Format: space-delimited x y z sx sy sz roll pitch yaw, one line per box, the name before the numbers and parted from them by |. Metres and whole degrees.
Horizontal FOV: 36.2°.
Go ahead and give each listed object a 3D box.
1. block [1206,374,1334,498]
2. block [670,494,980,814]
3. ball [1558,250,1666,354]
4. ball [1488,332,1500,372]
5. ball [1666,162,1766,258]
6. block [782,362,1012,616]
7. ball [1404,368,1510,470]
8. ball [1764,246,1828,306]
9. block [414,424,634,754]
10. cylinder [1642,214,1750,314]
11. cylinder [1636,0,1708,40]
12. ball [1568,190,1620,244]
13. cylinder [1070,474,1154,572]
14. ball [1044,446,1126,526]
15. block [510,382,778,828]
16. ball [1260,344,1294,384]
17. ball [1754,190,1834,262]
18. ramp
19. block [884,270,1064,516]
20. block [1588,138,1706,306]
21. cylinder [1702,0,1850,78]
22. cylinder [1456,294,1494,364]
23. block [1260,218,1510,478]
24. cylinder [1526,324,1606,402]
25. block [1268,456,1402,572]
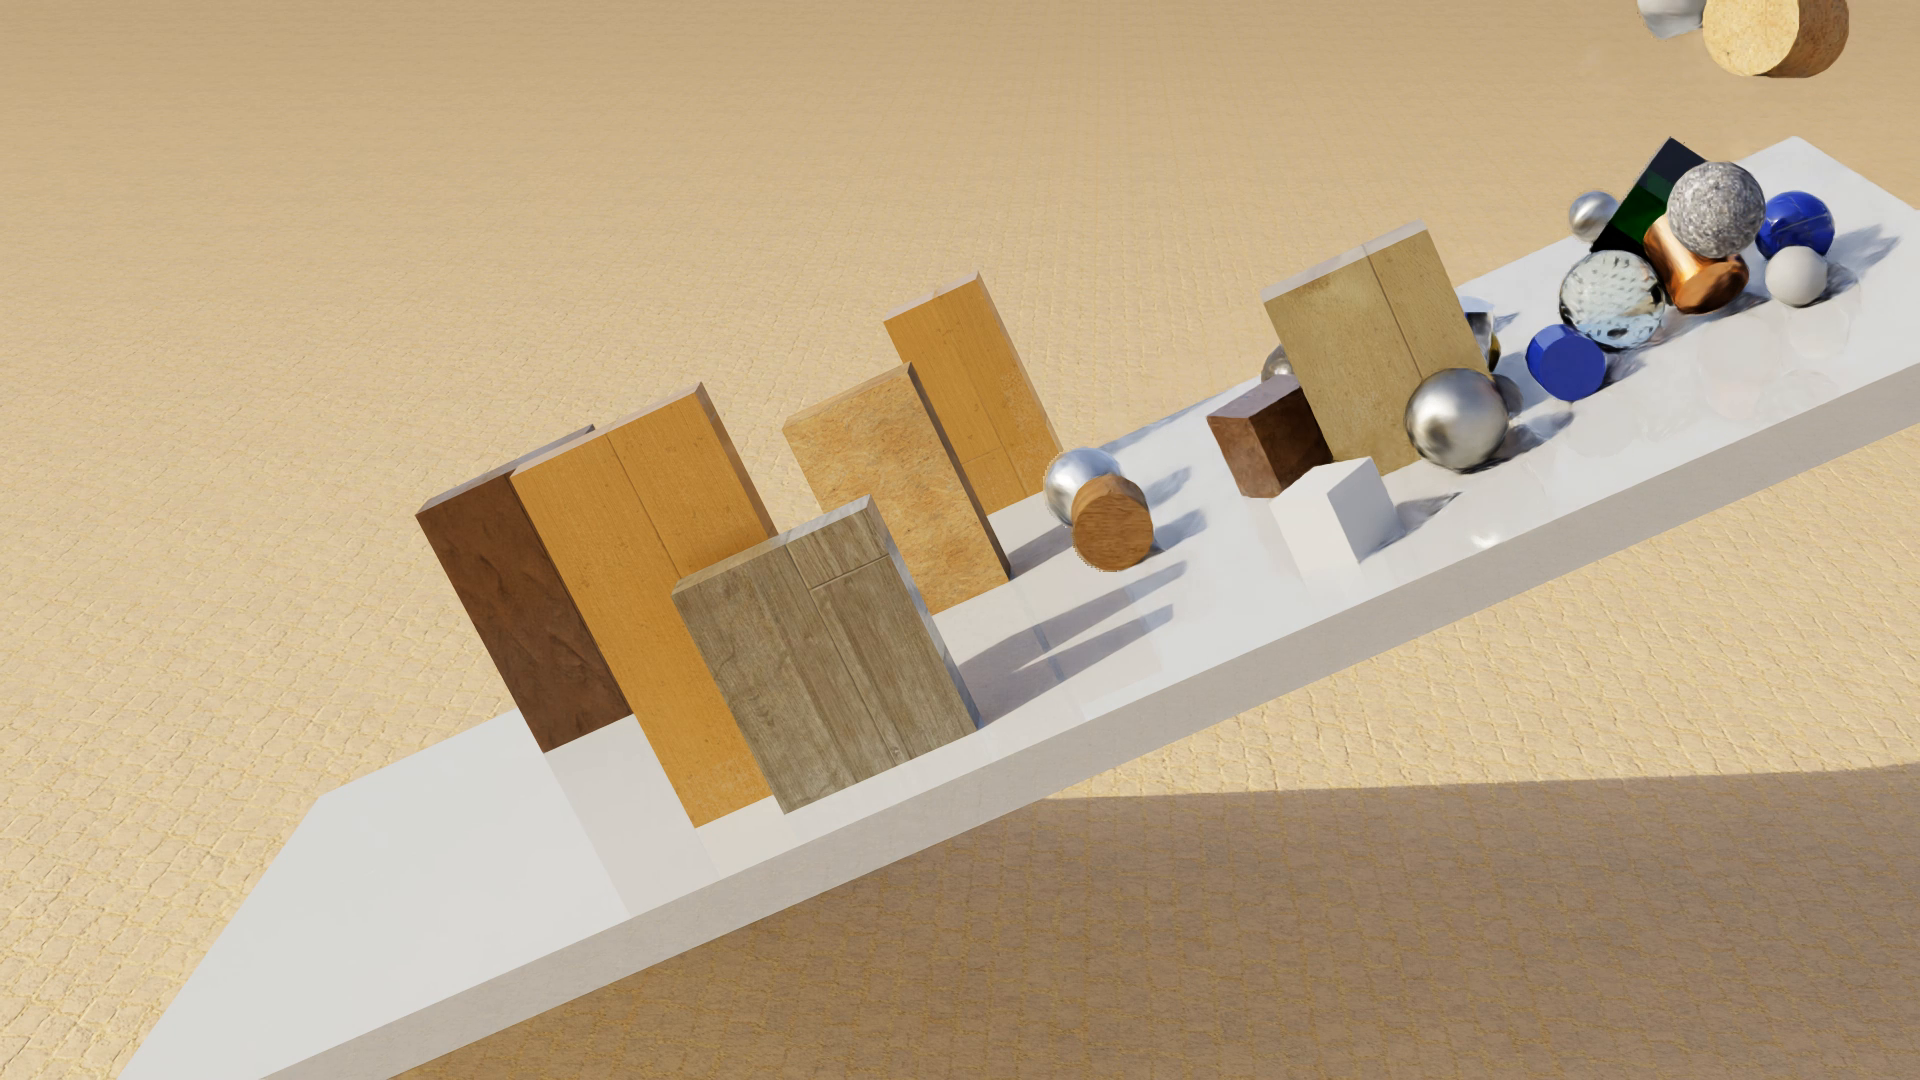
block | 0.668 -0.216 6.116 0.191 0.191 0.191 -31 14 -19
block | -0.251 0.218 5.551 0.407 0.479 0.103 -24 13 9
ball | 1.302 -0.476 5.878 0.209 0.209 0.209 0 16 0
ball | 1.075 -0.397 6.190 0.124 0.124 0.124 0 16 0
ball | 1.457 -0.637 5.668 0.185 0.185 0.185 0 16 0
block | -0.136 -0.090 6.436 0.301 0.515 0.118 -24 13 9
ball | 0.951 -0.232 5.628 0.197 0.197 0.197 0 16 0
ball | 1.601 -0.506 5.630 0.117 0.117 0.117 0 16 0
block | -0.913 0.116 6.845 0.437 0.638 0.135 -24 13 9
cylinder | 1.456 -0.556 5.820 0.157 0.157 0.157 -6 54 -20
cylinder | 1.512 -1.149 6.062 0.187 0.187 0.187 -14 6 35
ball | 1.371 -0.696 6.347 0.115 0.115 0.115 0 16 0
cylinder | 0.316 -0.037 6.140 0.164 0.164 0.164 0 15 0
ball | 0.278 -0.114 6.472 0.182 0.182 0.182 0 16 0
block | -0.507 0.131 5.697 0.397 0.784 0.096 -24 13 9
ball | 0.756 -0.345 6.422 0.201 0.201 0.201 0 16 0
ball | 1.661 -0.618 5.859 0.157 0.157 0.157 0 16 0
ramp | 0.136 0.169 6.282 4.000 0.100 2.000 -24 13 9
block | 0.045 -0.347 7.048 0.244 0.532 0.115 -24 13 9
block | 1.462 -0.655 6.051 0.204 0.204 0.204 35 47 7
cylinder | 1.615 -1.021 5.822 0.209 0.209 0.209 15 15 42
cylinder | 0.998 -0.399 6.049 0.183 0.183 0.183 4 17 -1
block | 0.846 -0.369 5.860 0.348 0.421 0.127 -24 13 9
cylinder | 1.189 -0.349 5.778 0.129 0.129 0.129 0 14 -1
block | 0.702 -0.047 5.495 0.148 0.148 0.148 -36 17 -37
